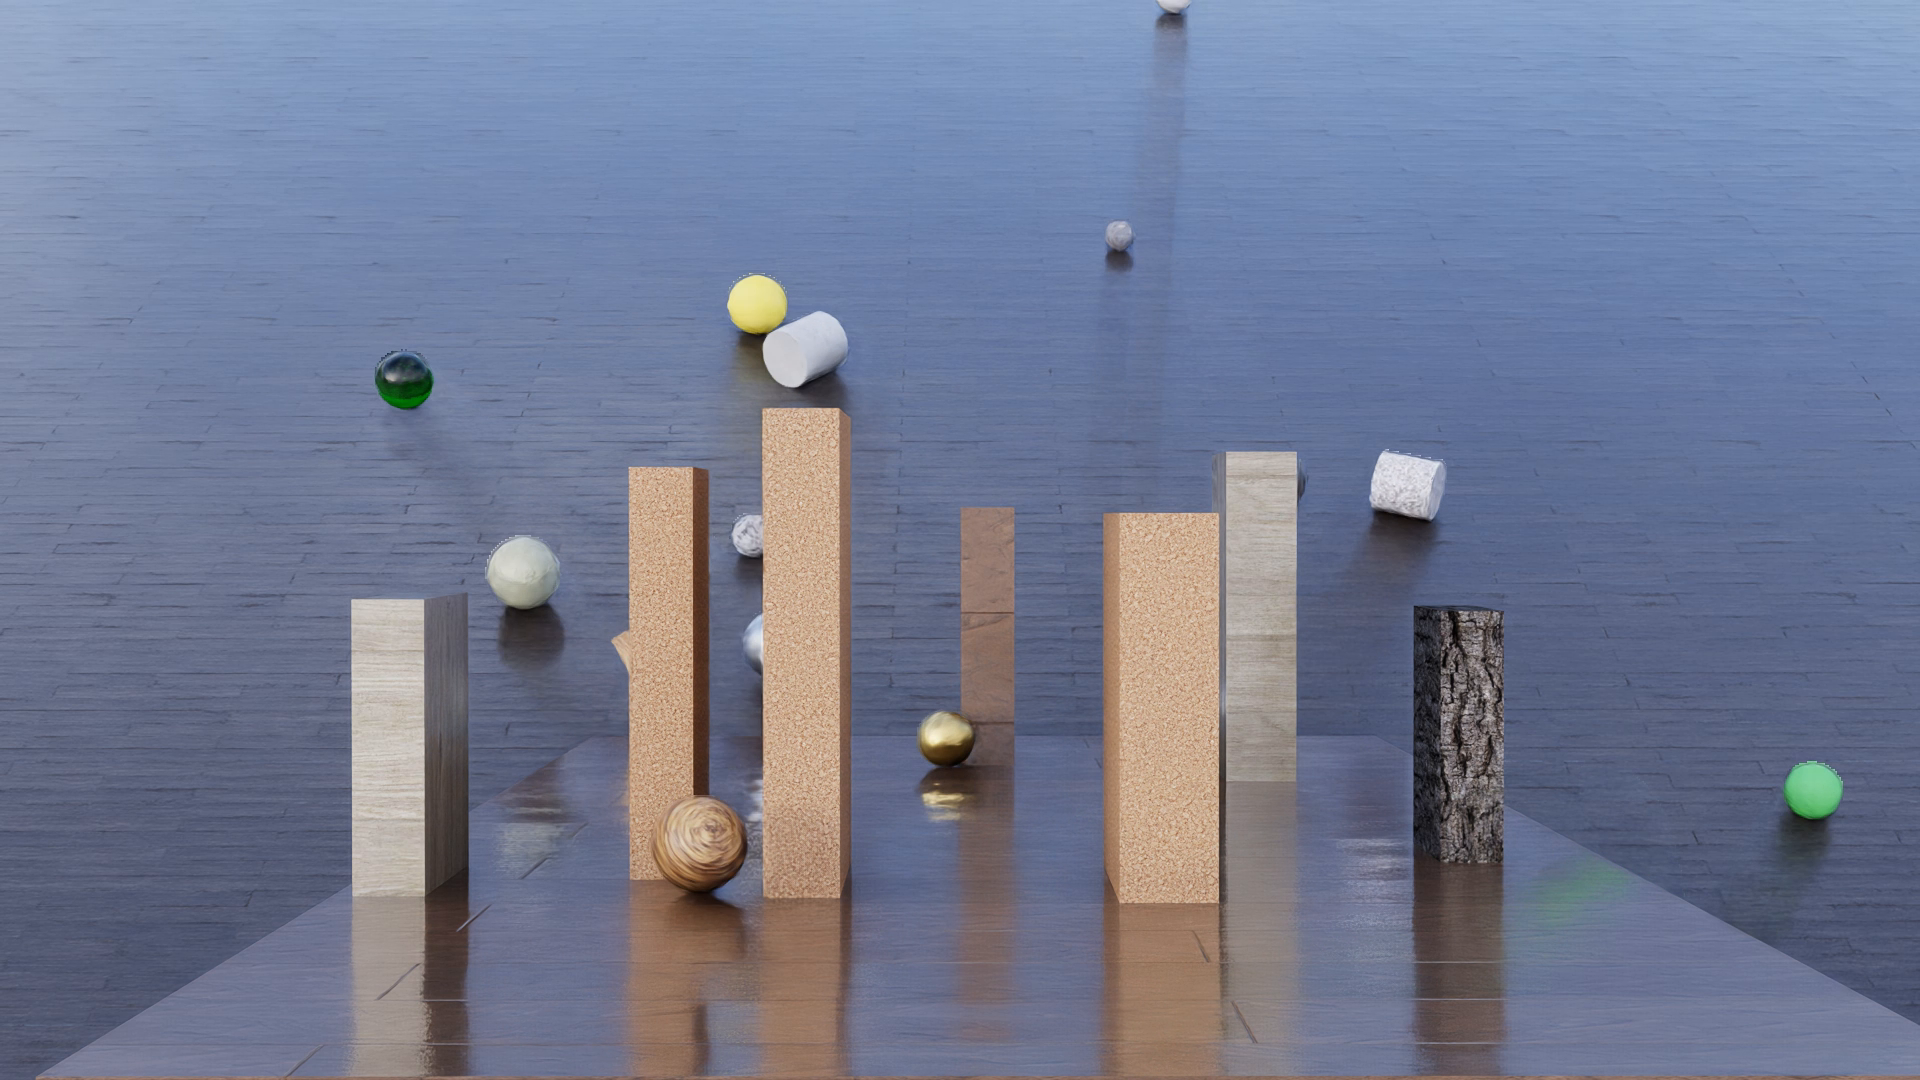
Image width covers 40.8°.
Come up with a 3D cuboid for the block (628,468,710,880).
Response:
[{"bbox_3d":[-0.464,0.206,4.147,0.099,0.641,0.263,0,1,0],"label":"block"}]

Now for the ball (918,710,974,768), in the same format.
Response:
[{"bbox_3d":[-0.030,0.446,5.795,0.127,0.127,0.127,0,28,0],"label":"ball"}]

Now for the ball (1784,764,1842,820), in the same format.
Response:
[{"bbox_3d":[2.120,0.626,6.423,0.138,0.138,0.138,0,28,0],"label":"ball"}]

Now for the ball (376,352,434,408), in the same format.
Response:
[{"bbox_3d":[-1.829,-0.525,8.513,0.186,0.186,0.186,0,28,0],"label":"ball"}]

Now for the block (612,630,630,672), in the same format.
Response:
[{"bbox_3d":[-0.802,0.322,6.890,0.161,0.161,0.161,-31,42,-6],"label":"block"}]

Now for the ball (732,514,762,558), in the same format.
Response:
[{"bbox_3d":[-0.608,-0.013,7.621,0.127,0.127,0.127,0,28,0],"label":"ball"}]

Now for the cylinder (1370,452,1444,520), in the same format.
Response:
[{"bbox_3d":[1.359,-0.163,7.845,0.179,0.179,0.179,12,31,22],"label":"cylinder"}]

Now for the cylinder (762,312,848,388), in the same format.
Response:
[{"bbox_3d":[-0.520,-0.641,8.707,0.204,0.204,0.204,22,35,34],"label":"cylinder"}]

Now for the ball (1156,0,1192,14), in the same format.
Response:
[{"bbox_3d":[1.027,-2.621,12.415,0.178,0.178,0.178,0,28,0],"label":"ball"}]

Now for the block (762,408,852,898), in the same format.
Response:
[{"bbox_3d":[-0.235,0.165,4.031,0.114,0.725,0.411,0,1,0],"label":"block"}]

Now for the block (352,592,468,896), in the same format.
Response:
[{"bbox_3d":[-0.850,0.307,4.015,0.108,0.442,0.346,0,1,0],"label":"block"}]

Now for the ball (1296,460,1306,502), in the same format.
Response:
[{"bbox_3d":[0.976,-0.179,7.891,0.164,0.164,0.164,0,28,0],"label":"ball"}]

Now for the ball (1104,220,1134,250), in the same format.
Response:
[{"bbox_3d":[0.603,-1.148,9.746,0.112,0.112,0.112,0,28,0],"label":"ball"}]

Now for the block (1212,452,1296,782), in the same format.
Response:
[{"bbox_3d":[0.640,0.161,5.643,0.149,0.700,0.310,0,1,0],"label":"block"}]

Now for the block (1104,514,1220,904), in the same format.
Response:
[{"bbox_3d":[0.305,0.243,3.984,0.145,0.570,0.426,0,1,0],"label":"block"}]

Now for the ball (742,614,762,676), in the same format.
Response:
[{"bbox_3d":[-0.493,0.284,7.003,0.190,0.190,0.190,0,28,0],"label":"ball"}]

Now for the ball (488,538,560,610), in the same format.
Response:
[{"bbox_3d":[-1.238,0.095,7.340,0.203,0.203,0.203,0,28,0],"label":"ball"}]

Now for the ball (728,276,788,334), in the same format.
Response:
[{"bbox_3d":[-0.709,-0.822,9.042,0.206,0.206,0.206,0,28,0],"label":"ball"}]

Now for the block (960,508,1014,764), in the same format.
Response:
[{"bbox_3d":[0.063,0.216,5.985,0.121,0.583,0.275,0,1,0],"label":"block"}]

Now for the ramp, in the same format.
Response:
[{"bbox_3d":[0.064,0.572,4.614,2.000,0.100,4.000,0,1,0],"label":"ramp"}]

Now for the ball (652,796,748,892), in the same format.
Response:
[{"bbox_3d":[-0.392,0.458,3.891,0.143,0.143,0.143,0,28,0],"label":"ball"}]

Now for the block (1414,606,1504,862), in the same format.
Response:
[{"bbox_3d":[0.834,0.319,4.333,0.102,0.410,0.251,0,1,0],"label":"block"}]
